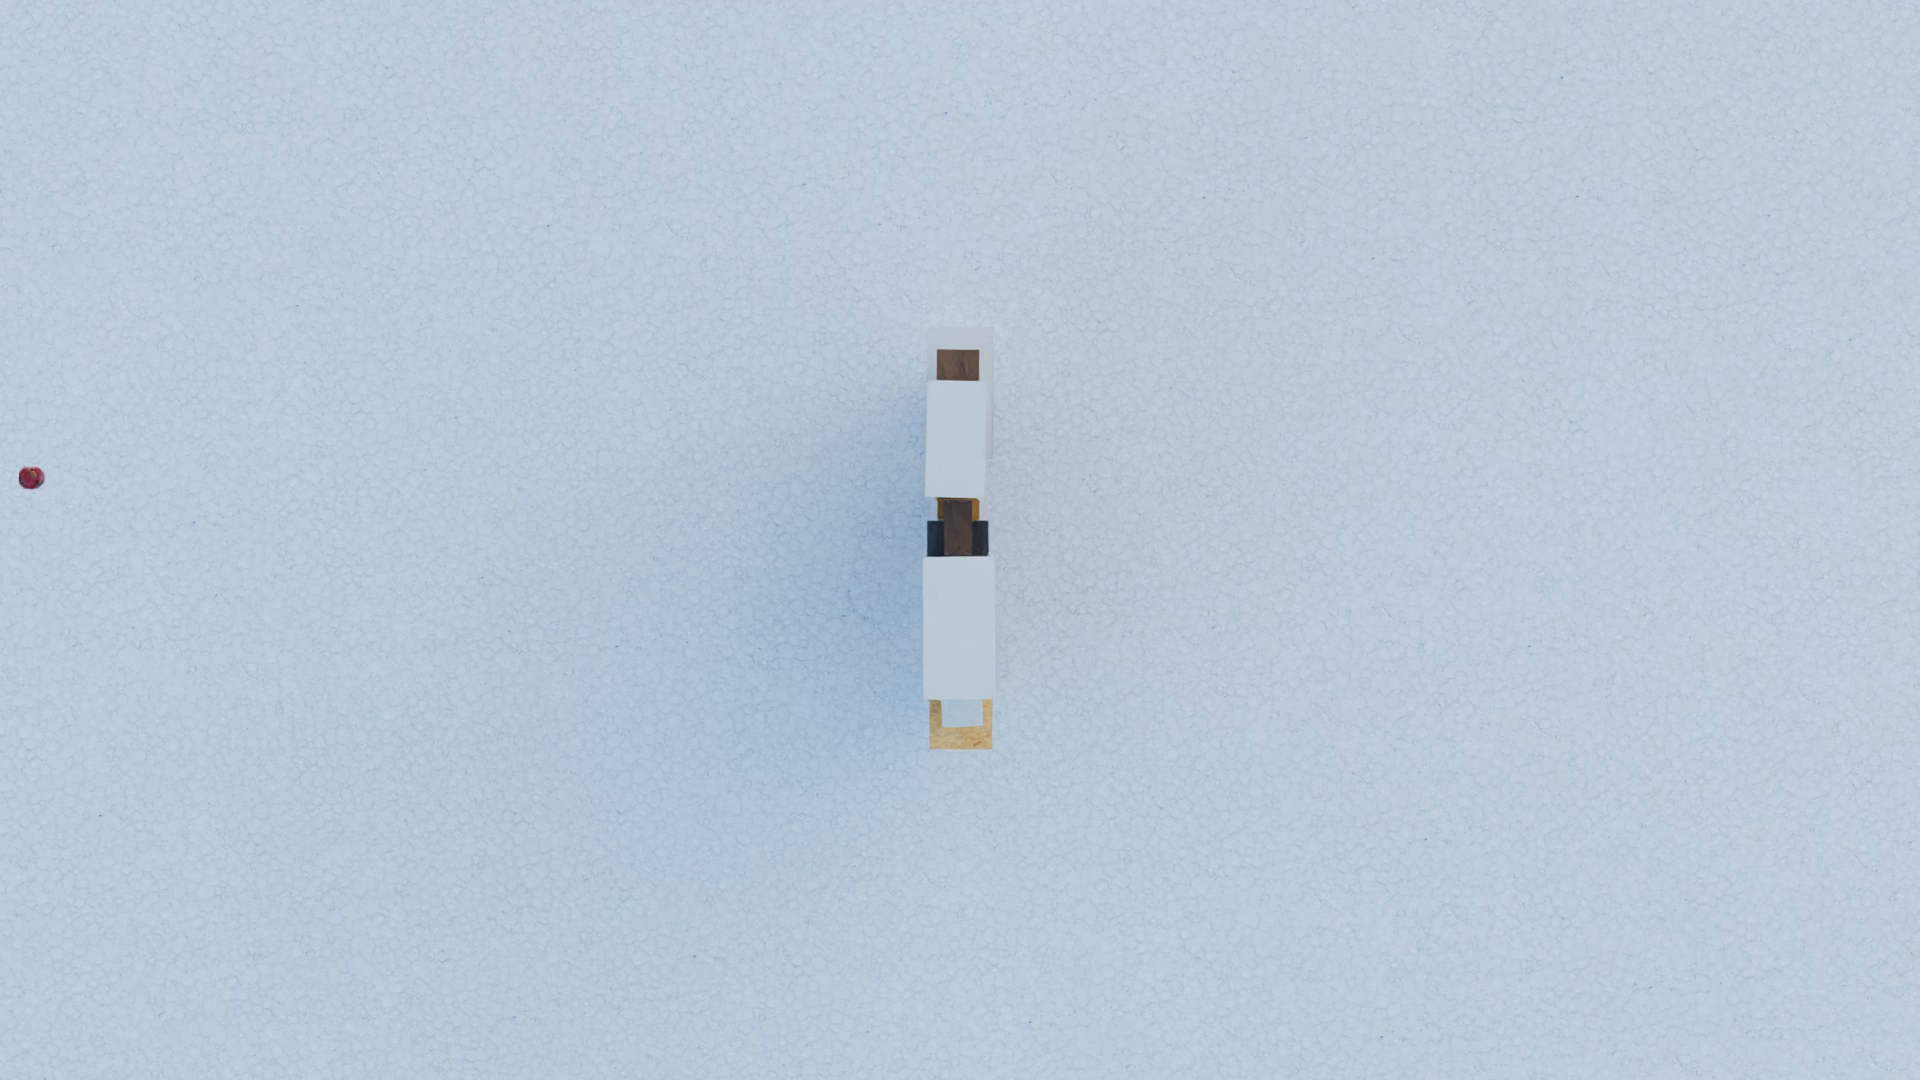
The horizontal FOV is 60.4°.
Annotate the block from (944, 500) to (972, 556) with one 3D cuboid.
[{"bbox_3d":[-0.005,-0.029,3.927,0.066,0.019,0.132,0,90,0],"label":"block"}]

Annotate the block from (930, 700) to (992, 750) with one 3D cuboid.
[{"bbox_3d":[0.003,0.393,4.441,0.168,0.048,0.337,0,90,0],"label":"block"}]

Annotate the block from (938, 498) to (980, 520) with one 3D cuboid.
[{"bbox_3d":[-0.003,-0.156,4.116,0.104,0.030,0.209,1,92,0],"label":"block"}]

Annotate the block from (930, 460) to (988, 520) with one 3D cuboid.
[{"bbox_3d":[-0.002,-0.223,4.763,0.167,0.047,0.335,0,90,0],"label":"block"}]

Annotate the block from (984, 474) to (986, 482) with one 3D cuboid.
[{"bbox_3d":[-0.008,-0.140,3.965,0.135,0.273,0.038,4,91,0],"label":"block"}]

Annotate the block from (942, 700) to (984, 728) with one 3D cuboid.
[{"bbox_3d":[0.003,0.370,4.194,0.103,0.029,0.206,-2,89,0],"label":"block"}]

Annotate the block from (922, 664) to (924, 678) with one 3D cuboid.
[{"bbox_3d":[-0.003,0.309,3.964,0.160,0.433,0.045,-5,89,0],"label":"block"}]

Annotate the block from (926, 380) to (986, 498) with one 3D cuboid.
[{"bbox_3d":[-0.009,-0.232,3.810,0.135,0.038,0.269,2,89,0],"label":"block"}]

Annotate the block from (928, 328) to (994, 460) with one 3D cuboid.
[{"bbox_3d":[0.001,-0.386,4.366,0.174,0.049,0.348,0,90,0],"label":"block"}]

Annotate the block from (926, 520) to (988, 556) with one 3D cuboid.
[{"bbox_3d":[-0.005,0.105,4.090,0.153,0.043,0.305,0,90,0],"label":"block"}]

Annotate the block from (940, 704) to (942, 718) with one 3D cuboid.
[{"bbox_3d":[0.003,0.440,4.313,0.103,0.206,0.029,0,89,0],"label":"block"}]

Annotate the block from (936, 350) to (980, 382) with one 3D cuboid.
[{"bbox_3d":[-0.005,-0.367,4.114,0.106,0.030,0.212,0,90,0],"label":"block"}]

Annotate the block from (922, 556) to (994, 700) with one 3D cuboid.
[{"bbox_3d":[-0.003,0.198,3.725,0.160,0.045,0.320,0,90,0],"label":"block"}]
